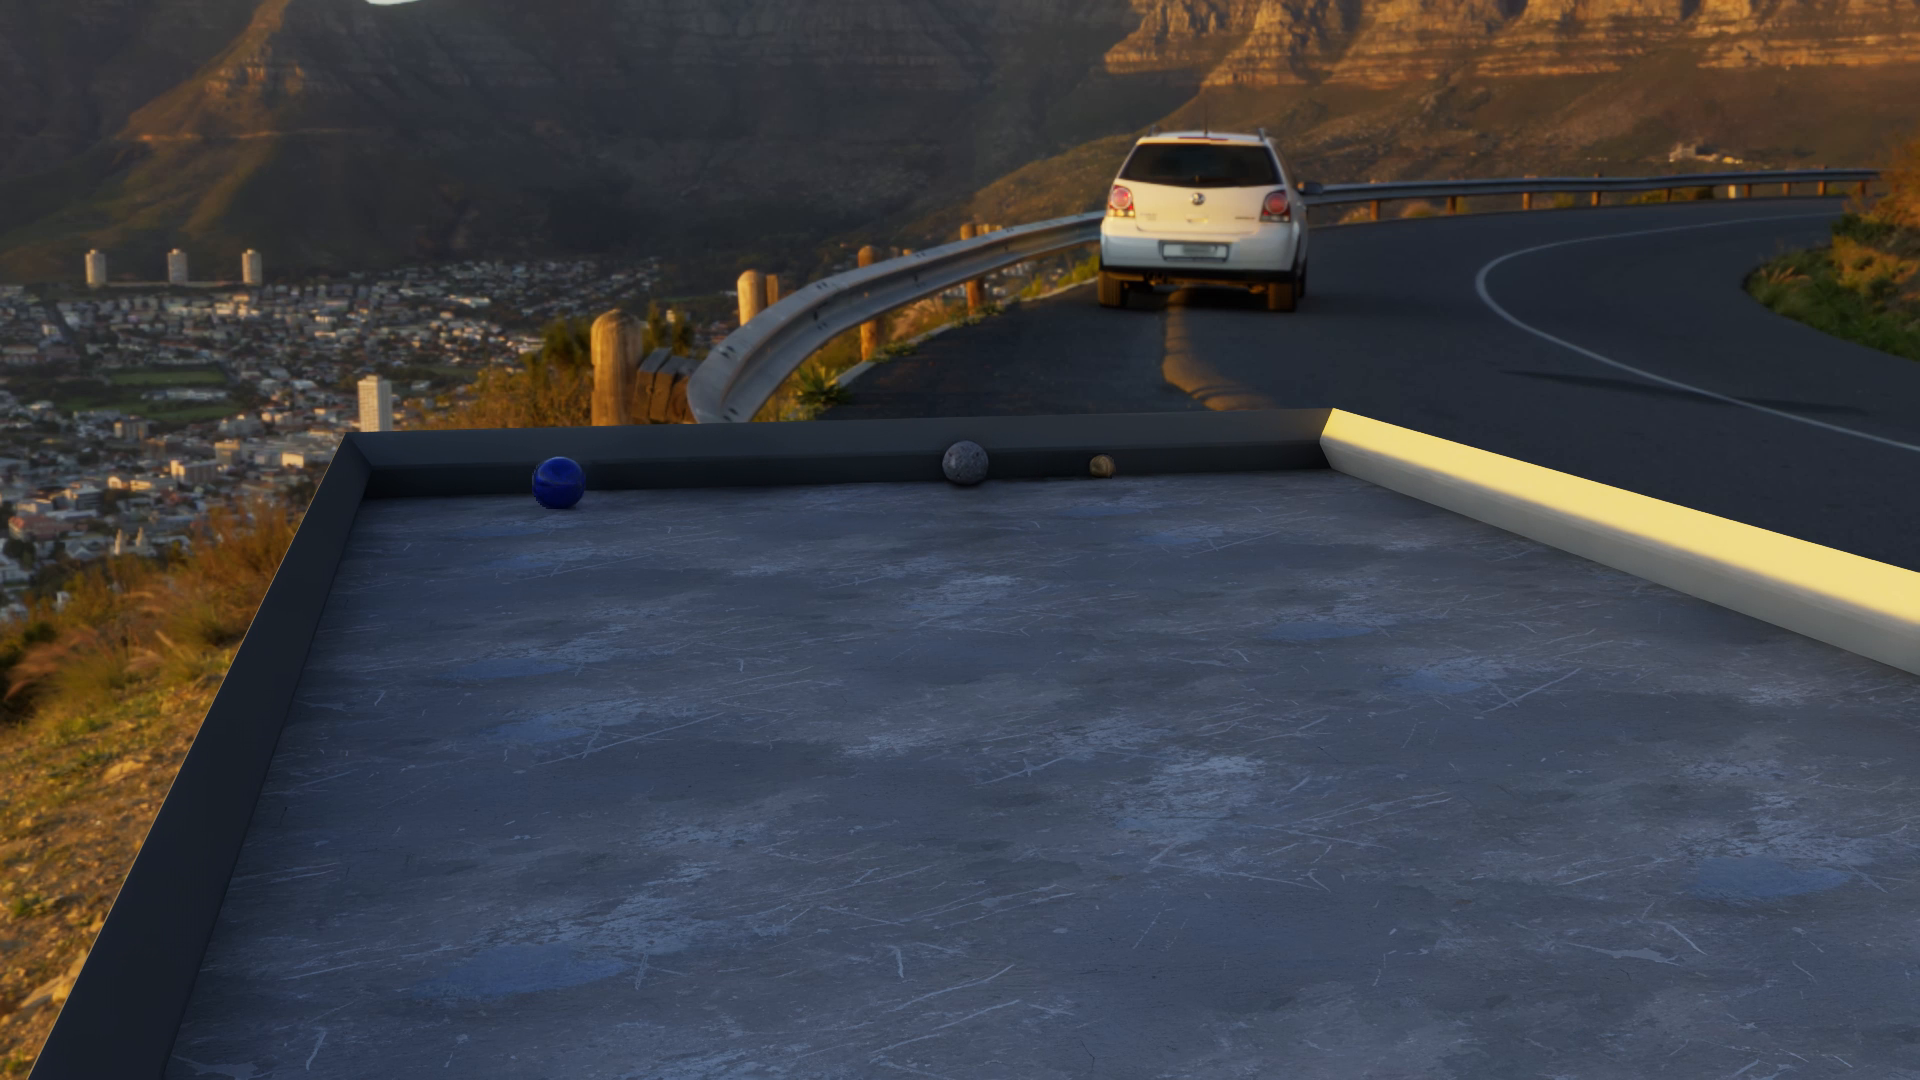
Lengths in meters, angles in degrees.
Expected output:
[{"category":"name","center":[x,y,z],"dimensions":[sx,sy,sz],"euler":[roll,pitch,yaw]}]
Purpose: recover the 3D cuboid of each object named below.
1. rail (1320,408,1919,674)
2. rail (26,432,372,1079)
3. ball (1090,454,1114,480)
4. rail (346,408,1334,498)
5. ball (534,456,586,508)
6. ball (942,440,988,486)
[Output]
[{"category":"rail","center":[1.059,0.080,2.624],"dimensions":[0.045,0.116,3.386],"euler":[-2,10,-12]},{"category":"rail","center":[-0.700,0.144,2.248],"dimensions":[0.045,0.116,3.386],"euler":[-2,10,-12]},{"category":"ball","center":[0.265,-0.137,4.119],"dimensions":[0.045,0.045,0.045],"euler":[0,10,0]},{"category":"rail","center":[-0.174,-0.161,4.045],"dimensions":[1.847,0.116,0.045],"euler":[-2,10,-12]},{"category":"ball","center":[-0.683,-0.098,3.757],"dimensions":[0.089,0.089,0.089],"euler":[0,10,0]},{"category":"ball","center":[0.010,-0.140,4.022],"dimensions":[0.084,0.084,0.084],"euler":[0,10,0]}]
